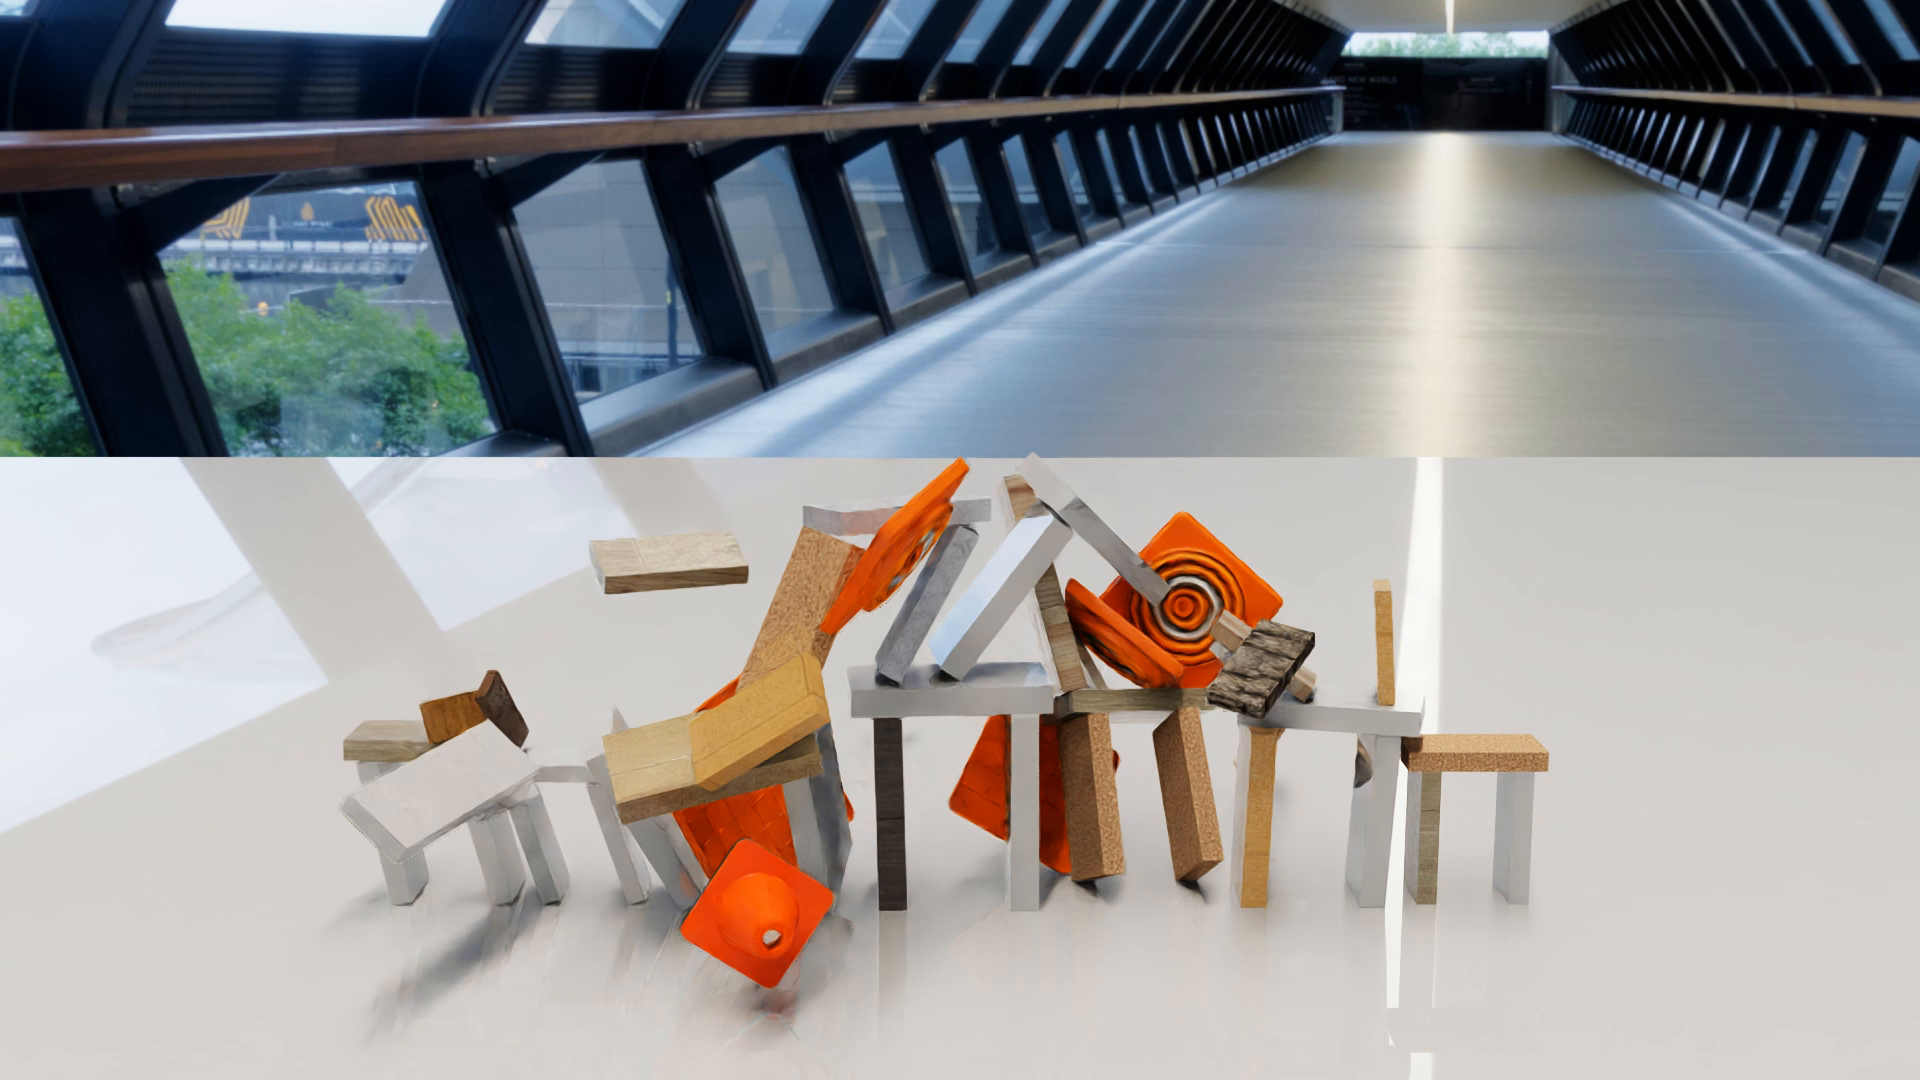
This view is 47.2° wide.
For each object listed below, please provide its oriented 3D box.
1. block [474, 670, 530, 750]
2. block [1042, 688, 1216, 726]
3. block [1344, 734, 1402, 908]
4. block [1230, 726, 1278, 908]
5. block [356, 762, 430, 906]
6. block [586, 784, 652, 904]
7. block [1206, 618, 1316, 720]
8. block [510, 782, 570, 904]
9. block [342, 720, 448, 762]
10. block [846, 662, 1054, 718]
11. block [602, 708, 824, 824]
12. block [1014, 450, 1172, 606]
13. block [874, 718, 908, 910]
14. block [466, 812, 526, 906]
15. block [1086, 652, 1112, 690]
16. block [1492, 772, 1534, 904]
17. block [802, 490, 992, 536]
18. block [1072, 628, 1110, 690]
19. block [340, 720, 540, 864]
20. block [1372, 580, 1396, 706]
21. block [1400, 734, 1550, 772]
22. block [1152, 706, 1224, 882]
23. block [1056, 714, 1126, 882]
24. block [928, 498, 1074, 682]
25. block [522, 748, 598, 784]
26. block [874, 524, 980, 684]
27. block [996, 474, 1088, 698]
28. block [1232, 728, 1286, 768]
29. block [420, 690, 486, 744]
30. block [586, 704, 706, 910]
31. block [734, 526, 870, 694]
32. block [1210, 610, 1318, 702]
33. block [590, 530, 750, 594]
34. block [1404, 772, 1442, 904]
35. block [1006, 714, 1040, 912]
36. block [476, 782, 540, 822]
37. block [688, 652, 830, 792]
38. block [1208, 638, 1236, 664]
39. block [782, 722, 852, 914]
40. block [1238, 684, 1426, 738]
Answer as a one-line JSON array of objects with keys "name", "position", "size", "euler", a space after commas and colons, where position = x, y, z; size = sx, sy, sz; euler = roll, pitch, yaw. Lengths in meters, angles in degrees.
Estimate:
[{"name": "block", "position": [-0.746, 0.284, 3.582], "size": [0.019, 0.134, 0.067], "euler": [-8, 35, 16]}, {"name": "block", "position": [0.286, 0.286, 3.762], "size": [0.265, 0.038, 0.133], "euler": [1, -14, -22]}, {"name": "block", "position": [0.684, 0.444, 3.647], "size": [0.041, 0.292, 0.146], "euler": [3, 11, -1]}, {"name": "block", "position": [0.486, 0.445, 3.647], "size": [0.041, 0.293, 0.146], "euler": [2, 11, 0]}, {"name": "block", "position": [-0.939, 0.468, 3.649], "size": [0.035, 0.245, 0.122], "euler": [-11, 10, 2]}, {"name": "block", "position": [-0.565, 0.487, 3.647], "size": [0.030, 0.212, 0.106], "euler": [-17, 11, 1]}, {"name": "block", "position": [0.476, 0.202, 3.471], "size": [0.095, 0.027, 0.189], "euler": [16, 45, 30]}, {"name": "block", "position": [-0.703, 0.486, 3.650], "size": [0.030, 0.211, 0.106], "euler": [-17, 10, 3]}, {"name": "block", "position": [-0.875, 0.331, 3.618], "size": [0.245, 0.035, 0.122], "euler": [1, 11, 1]}, {"name": "block", "position": [-0.020, 0.245, 3.606], "size": [0.327, 0.046, 0.163], "euler": [-1, 11, -6]}, {"name": "block", "position": [-0.384, 0.332, 3.402], "size": [0.315, 0.045, 0.157], "euler": [-14, 39, -9]}, {"name": "block", "position": [0.224, -0.018, 3.681], "size": [0.305, 0.043, 0.153], "euler": [42, 5, -41]}, {"name": "block", "position": [-0.116, 0.429, 3.637], "size": [0.046, 0.327, 0.163], "euler": [-2, 11, -2]}, {"name": "block", "position": [-0.781, 0.469, 3.647], "size": [0.035, 0.245, 0.122], "euler": [-14, 10, 2]}, {"name": "block", "position": [0.293, 0.307, 4.775], "size": [0.018, 0.125, 0.063], "euler": [26, 40, 11]}, {"name": "block", "position": [0.919, 0.478, 3.652], "size": [0.032, 0.227, 0.113], "euler": [0, 11, 0]}, {"name": "block", "position": [-0.100, -0.043, 3.516], "size": [0.269, 0.038, 0.135], "euler": [-6, 9, -30]}, {"name": "block", "position": [0.218, 0.215, 3.788], "size": [0.018, 0.125, 0.063], "euler": [-27, -11, -7]}, {"name": "block", "position": [-0.772, 0.371, 3.295], "size": [0.115, 0.033, 0.348], "euler": [42, 25, 8]}, {"name": "block", "position": [0.692, 0.166, 3.591], "size": [0.027, 0.189, 0.095], "euler": [-2, 10, 9]}, {"name": "block", "position": [0.843, 0.351, 3.628], "size": [0.227, 0.032, 0.113], "euler": [0, 11, 0]}, {"name": "block", "position": [0.384, 0.430, 3.719], "size": [0.038, 0.266, 0.133], "euler": [-1, -23, -16]}, {"name": "block", "position": [0.219, 0.433, 3.696], "size": [0.038, 0.265, 0.133], "euler": [0, -13, -21]}, {"name": "block", "position": [0.065, 0.079, 3.612], "size": [0.043, 0.305, 0.153], "euler": [36, 6, -14]}, {"name": "block", "position": [-0.679, 0.370, 3.617], "size": [0.211, 0.030, 0.106], "euler": [0, 11, 1]}, {"name": "block", "position": [-0.055, 0.094, 3.575], "size": [0.038, 0.269, 0.135], "euler": [28, 5, -8]}, {"name": "block", "position": [0.137, 0.078, 3.757], "size": [0.043, 0.375, 0.153], "euler": [-14, -6, -6]}, {"name": "block", "position": [0.580, 0.388, 4.223], "size": [0.017, 0.062, 0.154], "euler": [19, 63, 40]}, {"name": "block", "position": [-0.812, 0.285, 3.583], "size": [0.019, 0.067, 0.134], "euler": [-18, -4, 40]}, {"name": "block", "position": [-0.510, 0.437, 3.595], "size": [0.045, 0.315, 0.158], "euler": [-26, 23, 5]}, {"name": "block", "position": [-0.245, 0.128, 3.402], "size": [0.038, 0.282, 0.135], "euler": [24, -3, -40]}, {"name": "block", "position": [0.502, 0.190, 3.635], "size": [0.189, 0.027, 0.094], "euler": [36, 16, 5]}, {"name": "block", "position": [-0.461, 0.035, 3.484], "size": [0.229, 0.033, 0.115], "euler": [-4, 30, -20]}, {"name": "block", "position": [0.767, 0.478, 3.652], "size": [0.032, 0.227, 0.113], "euler": [0, 11, 0]}, {"name": "block", "position": [0.103, 0.430, 3.635], "size": [0.046, 0.327, 0.163], "euler": [0, 11, -2]}, {"name": "block", "position": [-0.727, 0.395, 3.460], "size": [0.019, 0.067, 0.134], "euler": [-44, -13, 25]}, {"name": "block", "position": [-0.302, 0.273, 3.295], "size": [0.230, 0.115, 0.033], "euler": [-32, -43, 19]}, {"name": "block", "position": [0.462, 0.209, 3.620], "size": [0.123, 0.017, 0.062], "euler": [44, 15, 0]}, {"name": "block", "position": [-0.230, 0.434, 3.544], "size": [0.045, 0.315, 0.158], "euler": [1, 38, 10]}, {"name": "block", "position": [0.615, 0.277, 3.630], "size": [0.293, 0.041, 0.146], "euler": [3, 11, 15]}]
